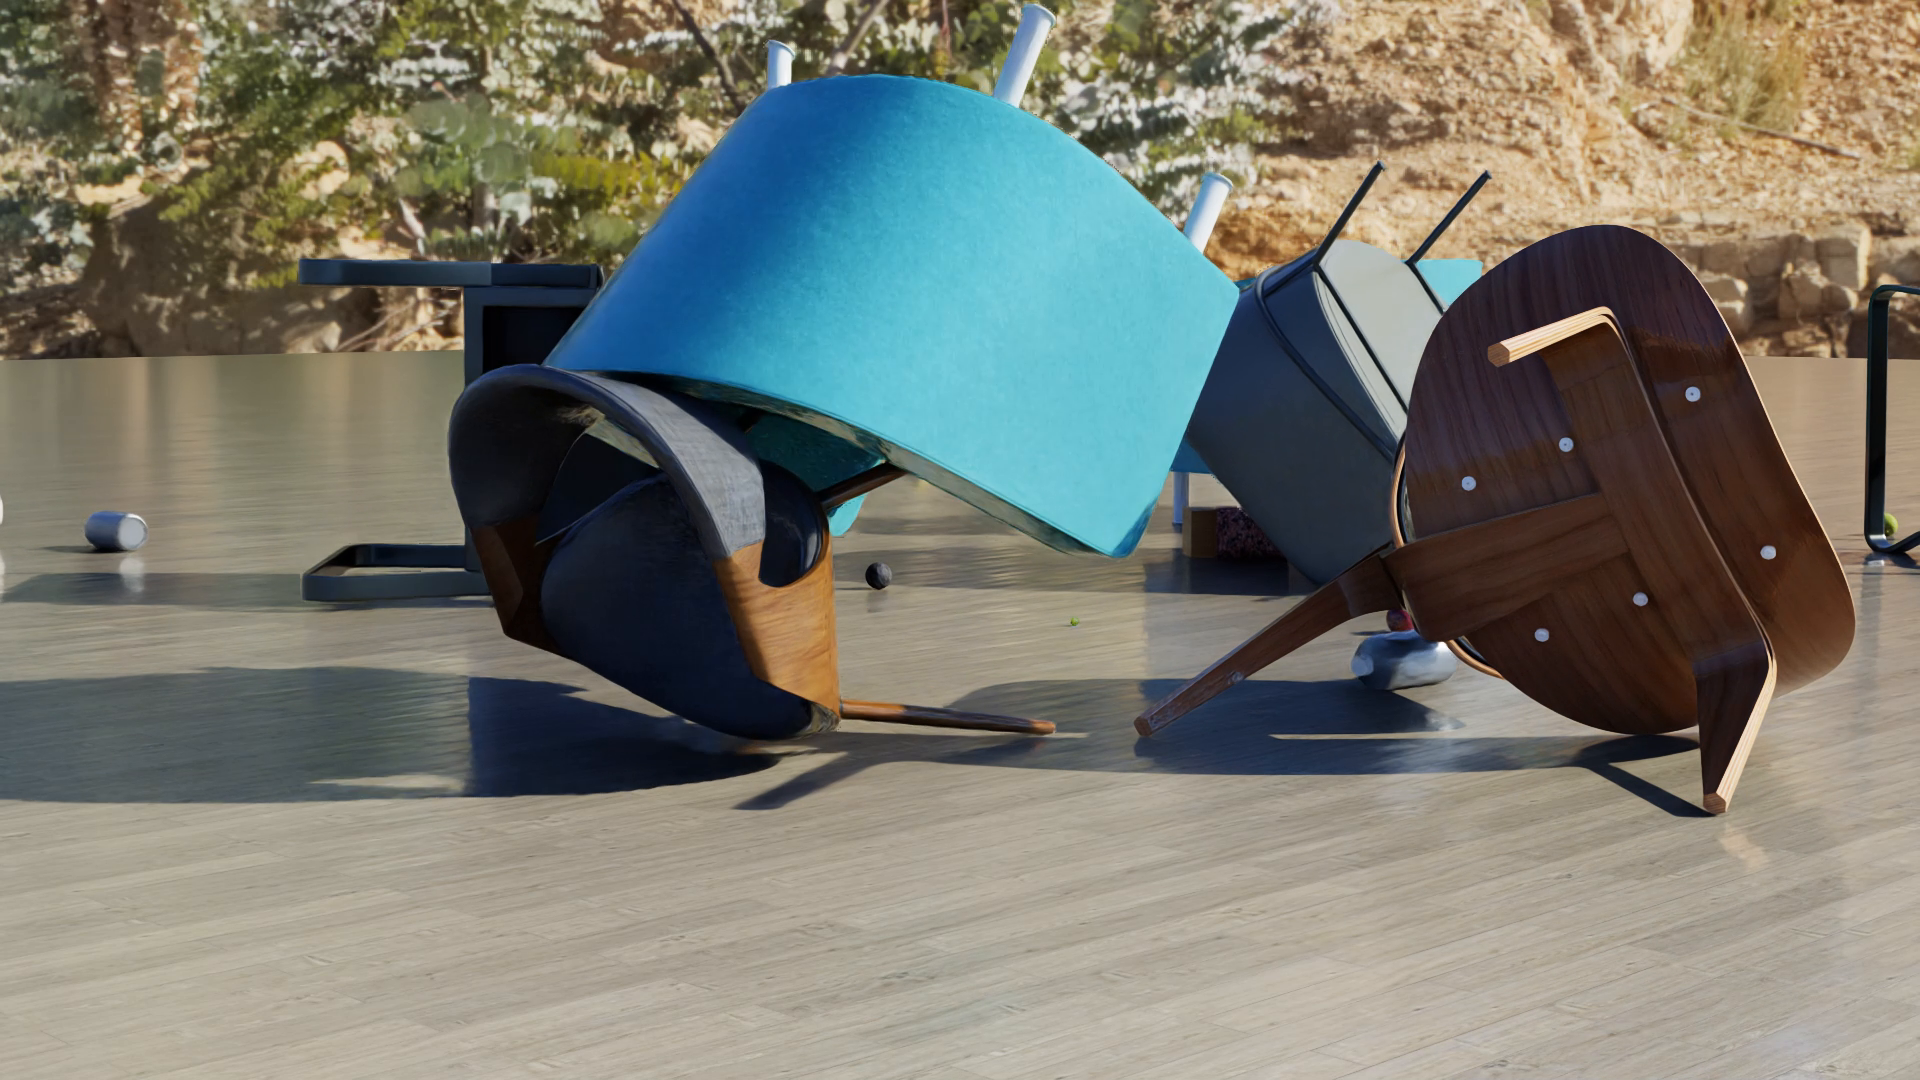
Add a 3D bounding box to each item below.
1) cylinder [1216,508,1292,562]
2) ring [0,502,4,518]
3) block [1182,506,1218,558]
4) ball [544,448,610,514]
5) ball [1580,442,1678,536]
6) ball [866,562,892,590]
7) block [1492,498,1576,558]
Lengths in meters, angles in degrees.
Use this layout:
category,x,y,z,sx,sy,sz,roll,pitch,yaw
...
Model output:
category,x,y,z,sx,sy,sz,roll,pitch,yaw
cylinder,0.681,-0.013,5.945,0.164,0.120,0.131,1,36,11
ring,-2.528,-0.069,6.376,0.284,0.144,0.259,-6,3,-7
block,0.569,-0.019,6.048,0.069,0.111,0.094,-1,6,-8
ball,-1.059,-0.162,7.100,0.182,0.182,0.182,0,6,0
ball,1.691,-0.127,6.485,0.237,0.237,0.237,0,6,0
ball,-0.171,0.075,5.407,0.057,0.057,0.057,0,6,0
block,1.366,-0.031,6.101,0.194,0.125,0.085,-4,7,-36
